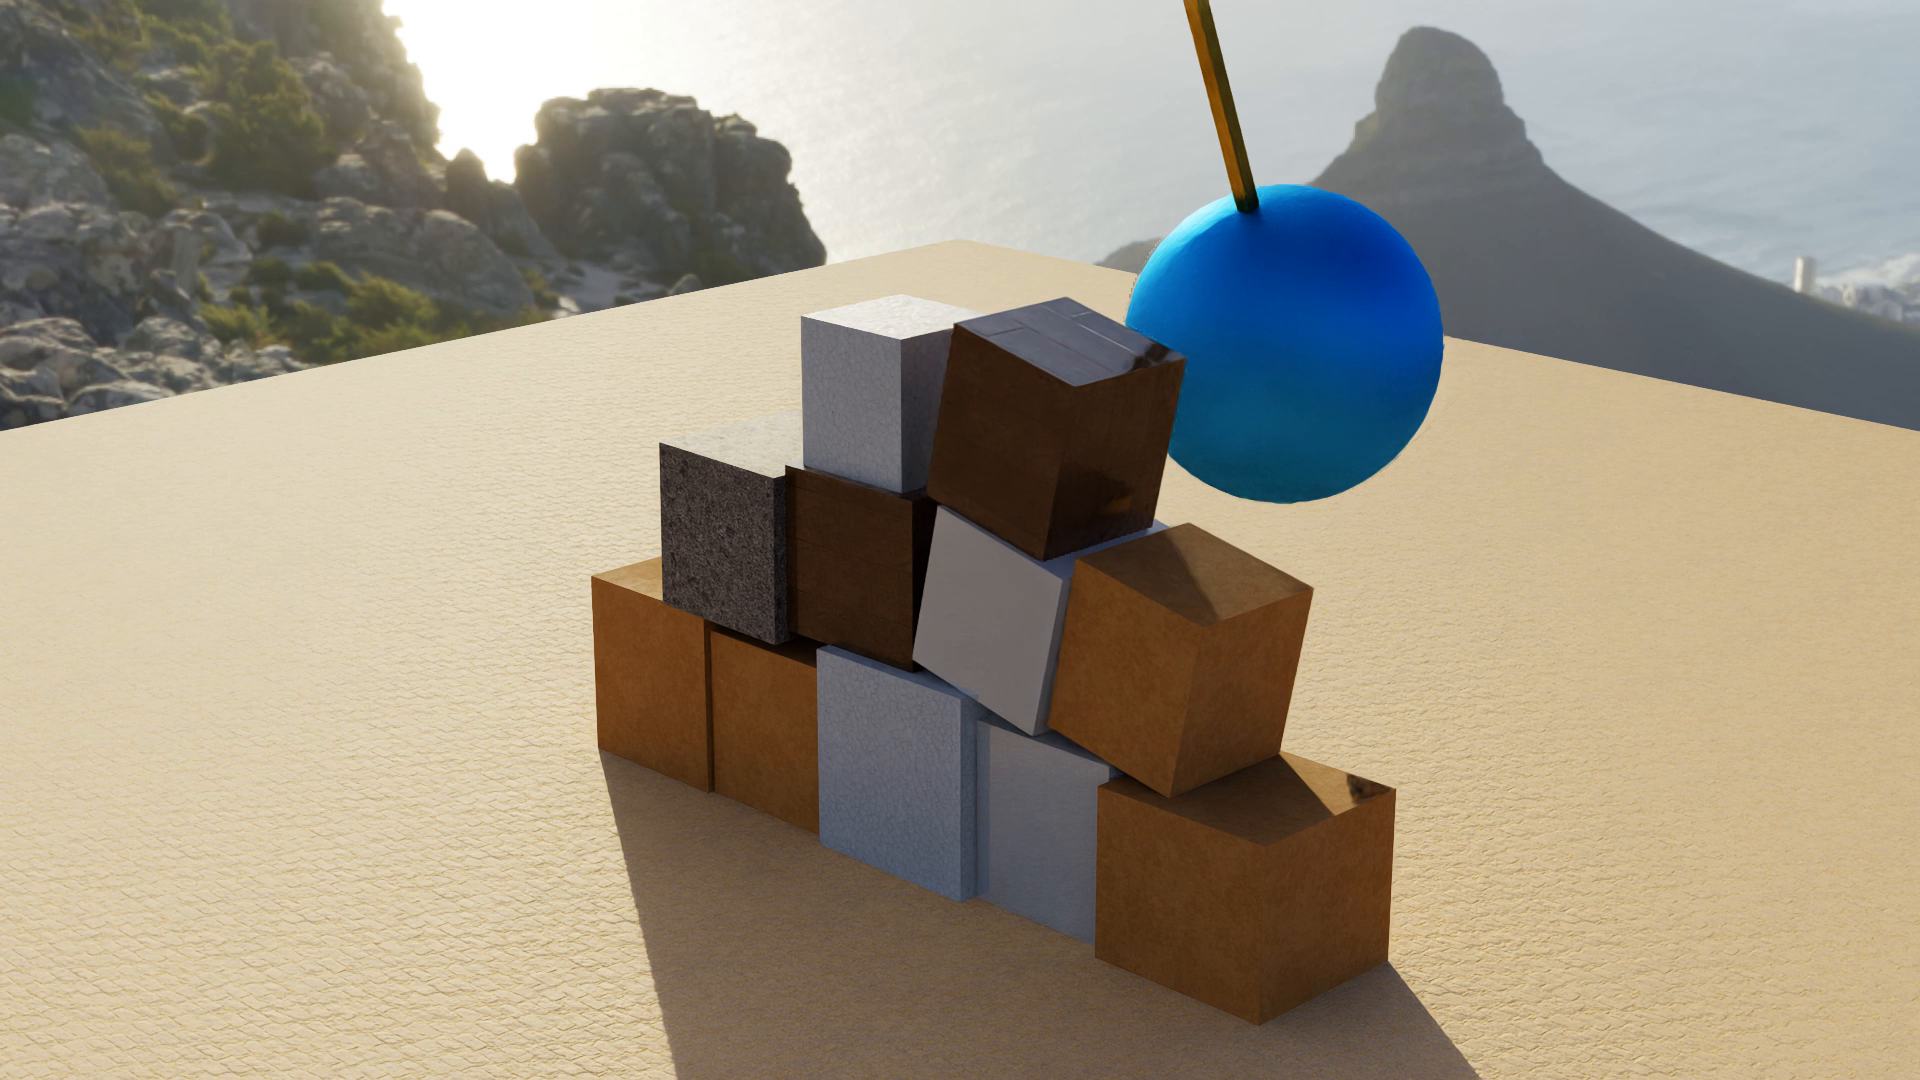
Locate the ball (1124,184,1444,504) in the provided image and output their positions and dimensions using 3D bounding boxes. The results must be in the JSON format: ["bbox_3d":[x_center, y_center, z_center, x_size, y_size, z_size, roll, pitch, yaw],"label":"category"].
[{"bbox_3d":[1.623,-0.981,14.734,1.600,1.600,1.600,0,17,0],"label":"ball"}]

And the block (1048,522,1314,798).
[{"bbox_3d":[0.938,0.502,12.539,0.725,0.811,0.717,-17,35,-42],"label":"block"}]

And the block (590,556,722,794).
[{"bbox_3d":[-1.250,0.623,14.823,0.829,0.923,0.869,-17,24,-42],"label":"block"}]

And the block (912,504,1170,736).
[{"bbox_3d":[0.400,0.264,13.009,0.824,0.770,0.766,-17,36,-42],"label":"block"}]

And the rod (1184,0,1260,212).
[{"bbox_3d":[0.703,-3.703,12.915,0.080,5.200,0.080,17,46,42],"label":"rod"}]

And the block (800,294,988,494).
[{"bbox_3d":[-0.269,-0.679,13.385,0.627,0.704,0.654,-17,24,-42],"label":"block"}]

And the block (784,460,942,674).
[{"bbox_3d":[-0.243,0.047,13.597,0.754,0.808,0.843,-17,24,-42],"label":"block"}]

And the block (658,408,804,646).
[{"bbox_3d":[-0.840,-0.082,14.173,0.883,0.817,0.823,-17,25,-42],"label":"block"}]

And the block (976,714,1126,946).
[{"bbox_3d":[0.629,1.204,13.087,0.779,0.855,0.788,-17,24,-42],"label":"block"}]

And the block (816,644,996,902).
[{"bbox_3d":[0.008,0.963,13.654,0.955,0.975,0.938,-17,24,-42],"label":"block"}]

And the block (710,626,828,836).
[{"bbox_3d":[-0.634,0.841,14.266,0.790,0.841,0.827,-17,24,-42],"label":"block"}]

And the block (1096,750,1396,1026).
[{"bbox_3d":[1.210,1.423,12.492,0.869,0.795,0.910,-17,24,-42],"label":"block"}]

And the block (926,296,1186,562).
[{"bbox_3d":[0.411,-0.491,12.722,0.710,0.821,0.719,-17,37,-43],"label":"block"}]
